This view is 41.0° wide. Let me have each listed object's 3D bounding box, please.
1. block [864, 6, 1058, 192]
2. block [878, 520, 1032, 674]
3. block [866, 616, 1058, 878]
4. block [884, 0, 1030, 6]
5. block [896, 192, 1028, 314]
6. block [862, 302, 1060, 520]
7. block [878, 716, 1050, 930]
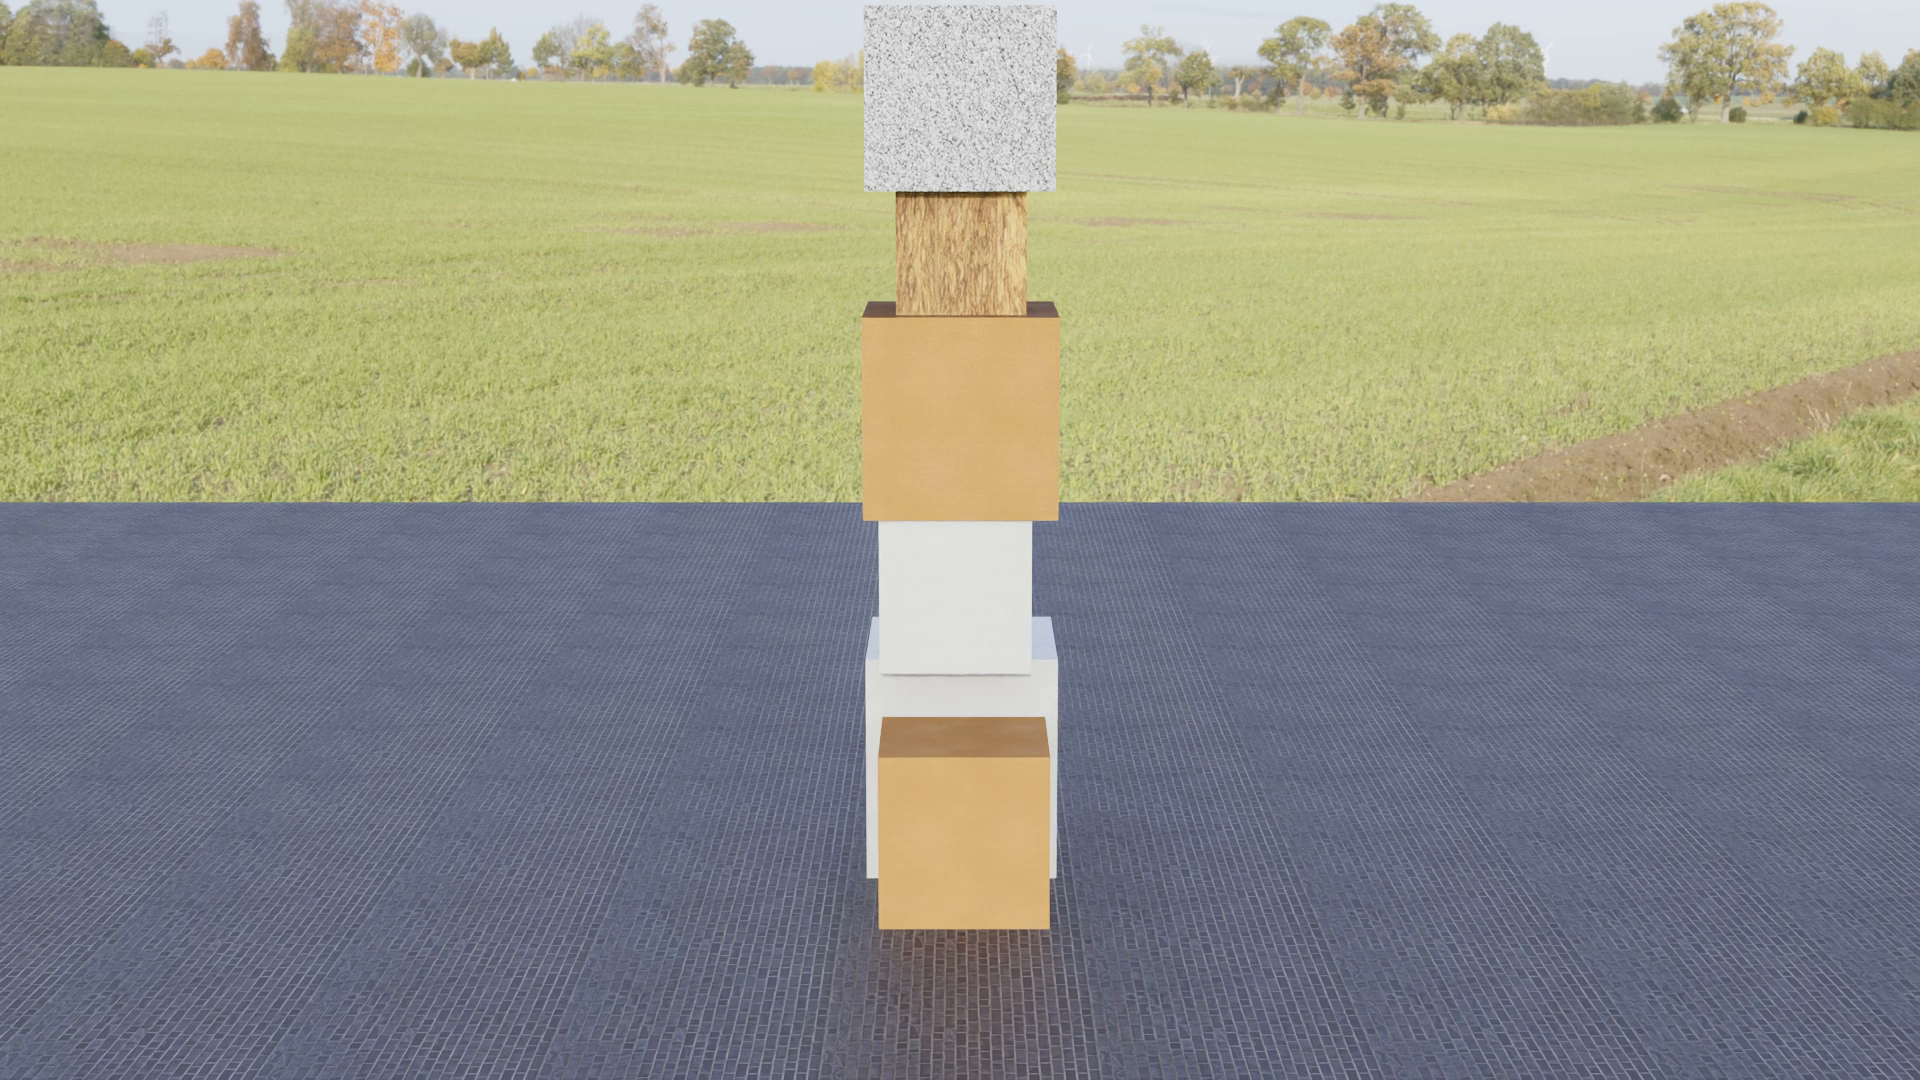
[{"bbox_3d":[0.001,-1.868,10.841,0.786,0.750,0.746,0,10,0],"label":"block"},{"bbox_3d":[-0.019,0.176,11.212,0.646,0.665,0.727,0,10,0],"label":"block"},{"bbox_3d":[0.007,0.928,11.698,0.838,0.989,0.904,0,10,0],"label":"block"},{"bbox_3d":[-0.013,-2.568,10.713,0.600,0.675,0.637,0,10,0],"label":"block"},{"bbox_3d":[0.005,-1.244,10.954,0.546,0.518,0.535,0,10,0],"label":"block"},{"bbox_3d":[0.003,-0.570,11.077,0.821,0.852,0.786,0,10,0],"label":"block"},{"bbox_3d":[0.017,1.195,10.933,0.709,0.737,0.677,0,10,0],"label":"block"}]
